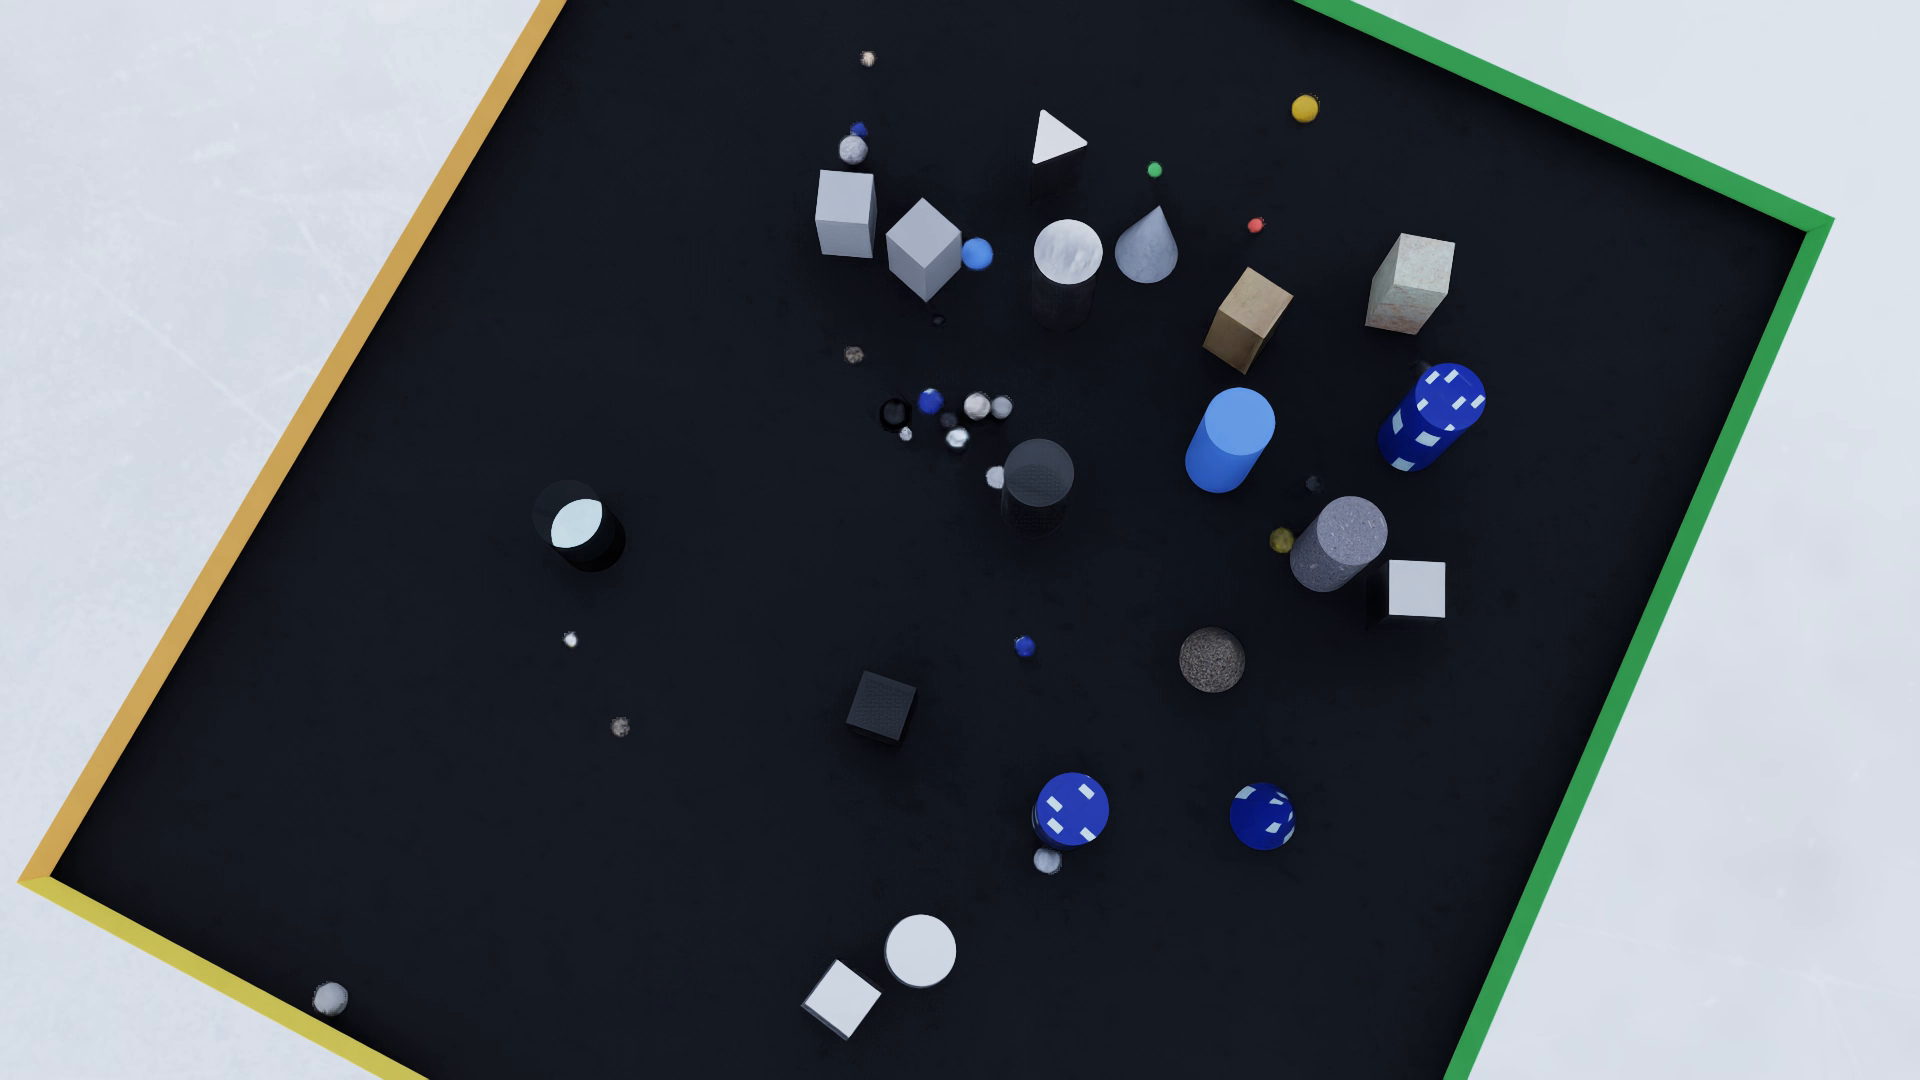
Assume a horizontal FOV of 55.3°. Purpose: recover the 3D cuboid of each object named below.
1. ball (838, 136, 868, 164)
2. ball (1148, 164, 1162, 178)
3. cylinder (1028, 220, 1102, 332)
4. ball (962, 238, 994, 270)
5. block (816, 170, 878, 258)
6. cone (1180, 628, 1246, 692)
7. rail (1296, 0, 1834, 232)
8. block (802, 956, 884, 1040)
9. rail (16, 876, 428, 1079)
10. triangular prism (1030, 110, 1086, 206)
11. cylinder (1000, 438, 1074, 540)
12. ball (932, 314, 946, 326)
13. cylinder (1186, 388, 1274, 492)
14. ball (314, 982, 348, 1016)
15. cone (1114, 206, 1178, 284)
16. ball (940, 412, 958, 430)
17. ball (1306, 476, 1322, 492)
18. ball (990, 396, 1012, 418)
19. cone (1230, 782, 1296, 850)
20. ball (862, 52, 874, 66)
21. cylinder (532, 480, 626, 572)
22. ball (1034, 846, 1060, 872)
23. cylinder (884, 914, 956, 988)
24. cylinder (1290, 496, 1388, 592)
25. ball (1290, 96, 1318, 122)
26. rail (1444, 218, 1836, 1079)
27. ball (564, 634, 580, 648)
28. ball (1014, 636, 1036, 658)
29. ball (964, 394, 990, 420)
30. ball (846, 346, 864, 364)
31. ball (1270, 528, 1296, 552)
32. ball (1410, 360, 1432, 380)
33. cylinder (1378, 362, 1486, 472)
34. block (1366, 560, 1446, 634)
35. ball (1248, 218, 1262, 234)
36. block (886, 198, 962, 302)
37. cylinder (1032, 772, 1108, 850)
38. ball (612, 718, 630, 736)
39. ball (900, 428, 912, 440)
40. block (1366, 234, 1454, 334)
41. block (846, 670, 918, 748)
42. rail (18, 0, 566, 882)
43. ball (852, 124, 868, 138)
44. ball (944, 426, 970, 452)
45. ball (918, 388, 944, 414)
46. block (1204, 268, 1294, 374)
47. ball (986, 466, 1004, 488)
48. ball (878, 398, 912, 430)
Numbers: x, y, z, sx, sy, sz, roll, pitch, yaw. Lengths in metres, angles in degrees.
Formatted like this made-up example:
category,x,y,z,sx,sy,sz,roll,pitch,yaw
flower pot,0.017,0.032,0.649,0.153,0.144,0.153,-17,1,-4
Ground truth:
category,x,y,z,sx,sy,sz,roll,pitch,yaw
ball,-0.340,-1.240,5.827,0.090,0.090,0.090,0,78,0
ball,0.621,-1.177,5.837,0.045,0.045,0.045,0,78,0
cylinder,0.316,-0.795,5.555,0.200,0.442,0.200,0,78,0
ball,0.054,-0.899,5.752,0.100,0.100,0.100,0,78,0
block,-0.350,-1.006,5.676,0.160,0.292,0.160,5,78,1
cone,0.763,0.323,5.356,0.200,0.380,0.200,0,78,0
rail,0.939,-1.833,5.929,3.958,0.130,0.045,26,80,5
block,-0.331,1.303,5.215,0.160,0.259,0.160,36,81,7
rail,-0.939,1.847,5.167,3.958,0.130,0.045,26,80,5
triangular prism,0.275,-1.198,5.693,0.173,0.336,0.150,-21,79,-4
cylinder,0.224,-0.145,5.416,0.200,0.452,0.200,0,78,0
ball,-0.067,-0.688,5.738,0.040,0.040,0.040,0,78,0
cylinder,0.796,-0.290,5.438,0.200,0.468,0.200,0,78,0
ball,-1.815,1.327,5.294,0.093,0.093,0.093,0,78,0
cone,0.590,-0.949,5.610,0.200,0.399,0.200,0,78,0
ball,-0.035,-0.369,5.663,0.058,0.058,0.058,0,78,0
ball,1.088,-0.173,5.629,0.046,0.046,0.046,0,78,0
ball,0.128,-0.409,5.667,0.067,0.067,0.067,0,78,0
cone,0.901,0.773,5.213,0.200,0.477,0.200,0,78,0
ball,-0.297,-1.552,5.915,0.044,0.044,0.044,0,78,0
cylinder,-1.124,-0.038,5.430,0.200,0.380,0.200,0,78,0
ball,0.255,0.939,5.384,0.076,0.076,0.076,0,78,0
cylinder,-0.111,1.169,5.219,0.200,0.305,0.200,0,78,0
cylinder,1.108,0.017,5.391,0.200,0.434,0.200,0,78,0
ball,1.102,-1.378,5.858,0.087,0.087,0.087,0,78,0
rail,1.749,0.863,5.371,0.045,0.130,4.249,26,80,5
ball,-1.171,0.304,5.530,0.046,0.046,0.046,0,78,0
ball,0.196,0.322,5.518,0.062,0.062,0.062,0,78,0
ball,0.052,-0.412,5.660,0.083,0.083,0.083,0,78,0
ball,-0.329,-0.577,5.708,0.054,0.054,0.054,0,78,0
ball,0.981,0.000,5.577,0.077,0.077,0.077,0,78,0
ball,1.431,-0.525,5.691,0.067,0.067,0.067,0,78,0
cylinder,1.394,-0.358,5.444,0.200,0.484,0.200,0,78,0
block,1.316,0.171,5.424,0.160,0.309,0.160,3,78,1
ball,0.935,-0.994,5.799,0.047,0.047,0.047,0,78,0
block,-0.109,-0.889,5.644,0.160,0.308,0.160,43,81,8
cylinder,0.312,0.782,5.256,0.200,0.388,0.200,0,78,0
ball,-1.013,0.561,5.474,0.052,0.052,0.052,0,78,0
ball,-0.168,-0.328,5.664,0.041,0.041,0.041,0,78,0
block,1.366,-0.775,5.579,0.160,0.387,0.160,11,79,2
block,-0.226,0.500,5.389,0.160,0.243,0.160,18,79,4
rail,-1.749,-0.849,5.725,0.045,0.130,4.249,26,80,5
ball,-0.322,-1.307,5.862,0.050,0.050,0.050,0,78,0
ball,-0.007,-0.310,5.639,0.081,0.081,0.081,0,78,0
ball,-0.089,-0.428,5.666,0.077,0.077,0.077,0,78,0
block,0.871,-0.662,5.569,0.160,0.362,0.160,35,80,7
ball,0.115,-0.192,5.622,0.068,0.068,0.068,0,78,0
ball,-0.200,-0.387,5.645,0.099,0.099,0.099,0,78,0
